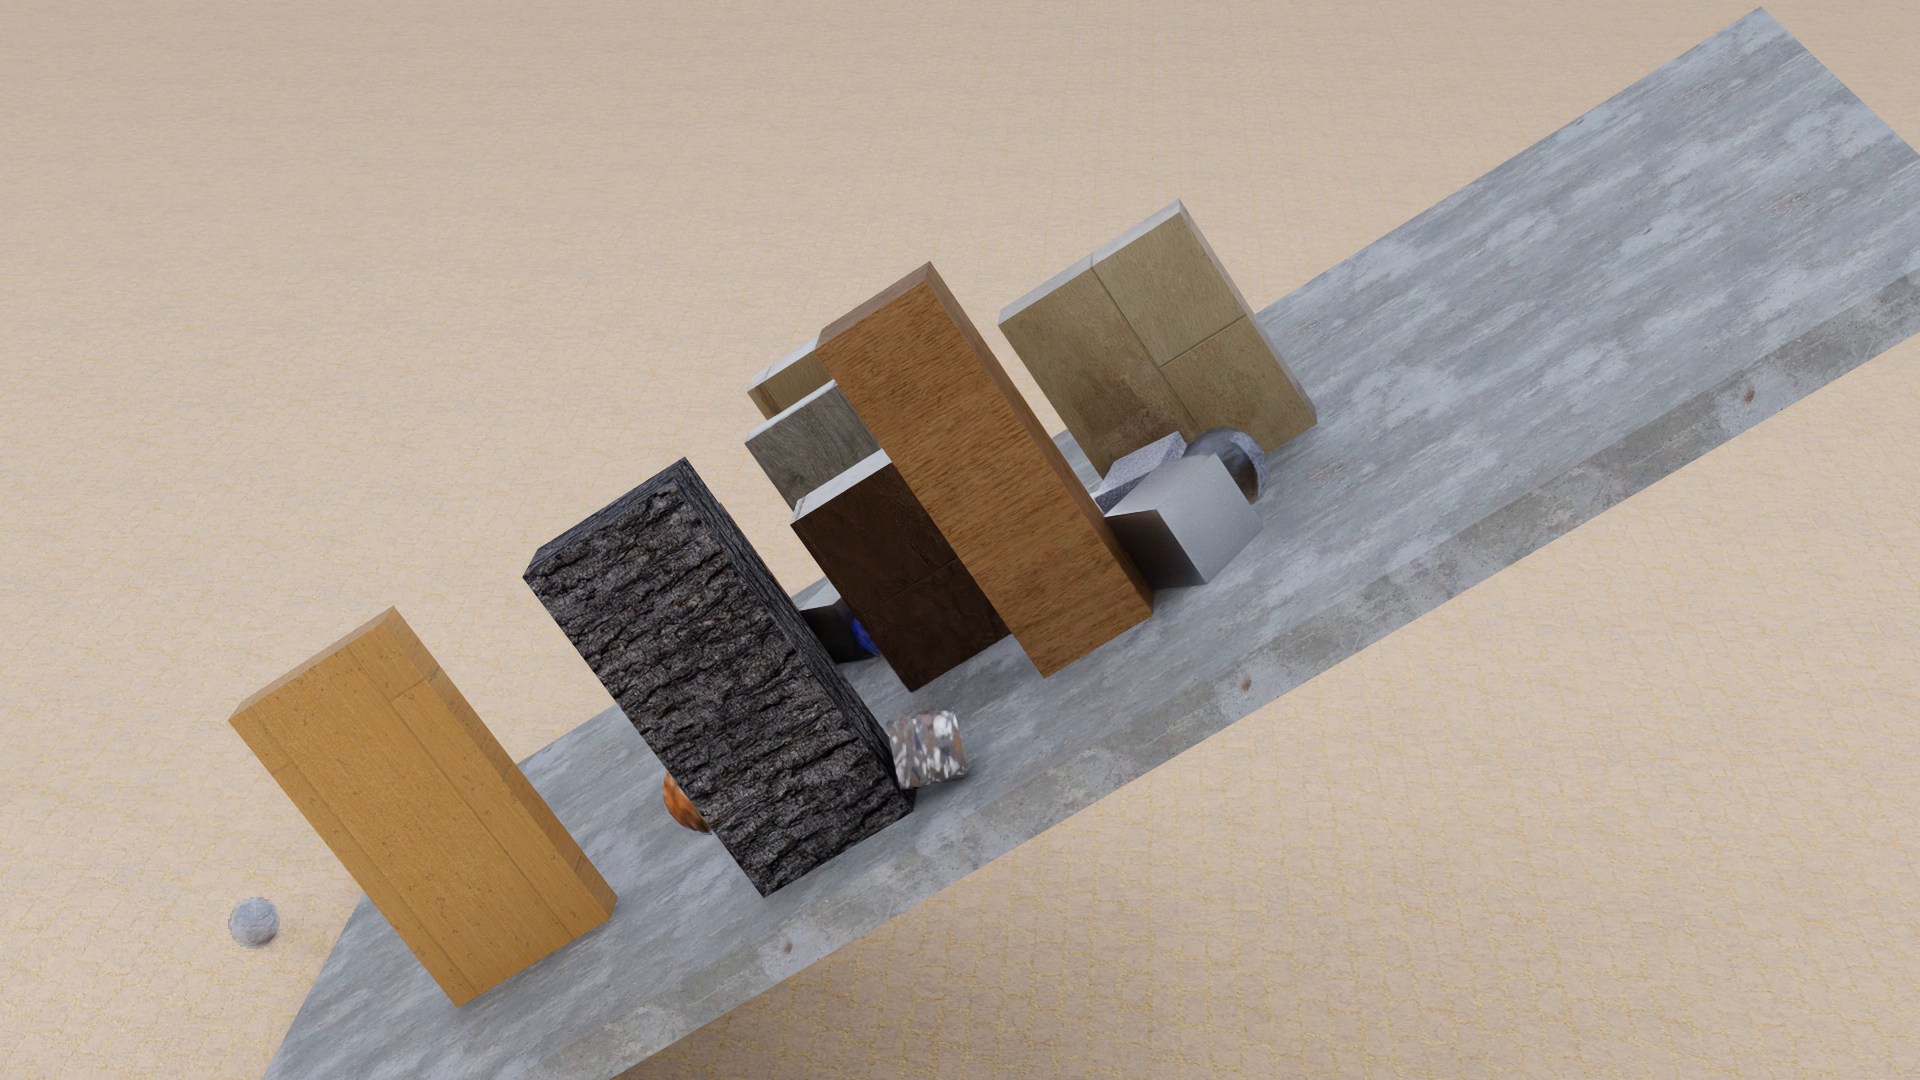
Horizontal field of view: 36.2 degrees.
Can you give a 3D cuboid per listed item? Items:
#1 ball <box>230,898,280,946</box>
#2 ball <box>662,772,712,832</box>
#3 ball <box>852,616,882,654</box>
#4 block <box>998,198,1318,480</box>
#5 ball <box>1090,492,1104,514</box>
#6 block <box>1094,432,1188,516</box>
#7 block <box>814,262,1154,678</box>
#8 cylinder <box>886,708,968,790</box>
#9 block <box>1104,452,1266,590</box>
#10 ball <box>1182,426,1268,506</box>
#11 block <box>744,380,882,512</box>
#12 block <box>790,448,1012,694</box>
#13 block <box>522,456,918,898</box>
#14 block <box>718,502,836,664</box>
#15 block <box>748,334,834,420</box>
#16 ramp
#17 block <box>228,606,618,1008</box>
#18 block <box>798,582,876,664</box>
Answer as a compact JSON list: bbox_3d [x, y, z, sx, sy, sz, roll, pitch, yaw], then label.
[{"bbox_3d":[-1.755,0.953,7.324,0.119,0.119,0.119,0,21,0],"label":"ball"},{"bbox_3d":[-0.531,0.520,6.131,0.177,0.177,0.177,0,21,0],"label":"ball"},{"bbox_3d":[-0.178,0.194,6.486,0.118,0.118,0.118,0,21,0],"label":"ball"},{"bbox_3d":[0.412,-0.361,6.116,0.441,0.534,0.116,-31,16,14],"label":"block"},{"bbox_3d":[0.301,-0.034,6.121,0.137,0.137,0.137,0,21,0],"label":"ball"},{"bbox_3d":[0.403,-0.090,6.025,0.162,0.162,0.162,-26,18,31],"label":"block"},{"bbox_3d":[0.054,-0.131,5.677,0.252,0.794,0.143,-31,16,14],"label":"block"},{"bbox_3d":[-0.063,0.393,5.533,0.130,0.130,0.130,-12,21,-2],"label":"cylinder"},{"bbox_3d":[0.438,-0.035,5.744,0.182,0.182,0.182,-43,17,-26],"label":"block"},{"bbox_3d":[0.527,-0.138,5.875,0.177,0.177,0.177,0,21,0],"label":"ball"},{"bbox_3d":[-0.213,-0.131,6.838,0.352,0.489,0.080,-31,16,14],"label":"block"},{"bbox_3d":[-0.087,0.037,6.136,0.326,0.446,0.148,-31,16,14],"label":"block"},{"bbox_3d":[-0.444,0.265,5.559,0.346,0.781,0.147,-31,16,14],"label":"block"},{"bbox_3d":[-0.515,0.175,6.603,0.255,0.459,0.084,-31,16,14],"label":"block"},{"bbox_3d":[-0.247,-0.235,7.142,0.271,0.532,0.134,-31,16,14],"label":"block"},{"bbox_3d":[0.139,0.171,6.298,4.000,0.100,2.000,-31,16,14],"label":"ramp"},{"bbox_3d":[-1.103,0.558,6.075,0.401,0.780,0.095,-31,16,14],"label":"block"},{"bbox_3d":[-0.232,0.166,6.618,0.153,0.153,0.153,-44,17,-30],"label":"block"}]
